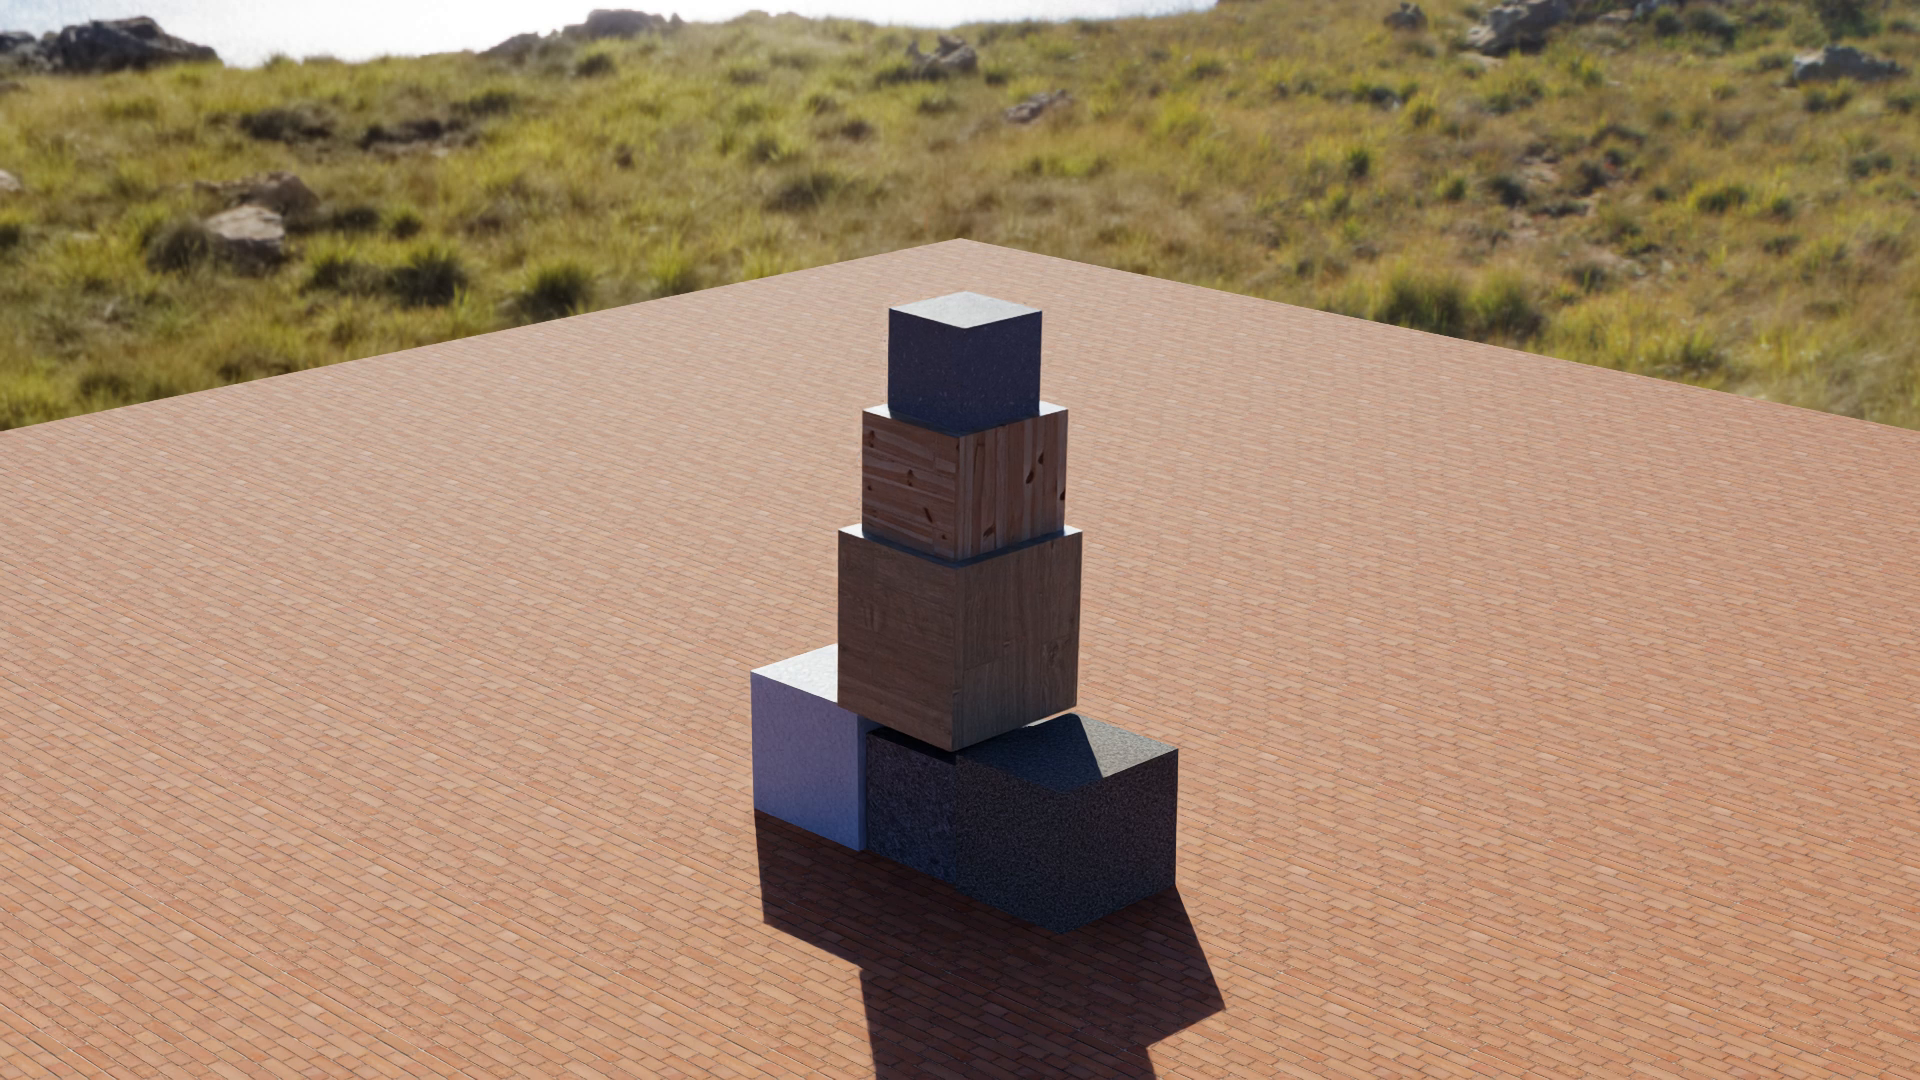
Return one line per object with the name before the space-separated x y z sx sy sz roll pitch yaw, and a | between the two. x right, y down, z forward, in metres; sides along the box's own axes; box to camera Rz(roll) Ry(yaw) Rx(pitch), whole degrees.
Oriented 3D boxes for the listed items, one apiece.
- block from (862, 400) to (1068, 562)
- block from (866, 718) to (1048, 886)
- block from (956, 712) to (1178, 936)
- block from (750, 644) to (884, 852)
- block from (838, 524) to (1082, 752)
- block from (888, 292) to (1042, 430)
block | 0.020 -0.317 13.216 0.712 0.567 0.592 -17 26 -42
block | 0.041 1.159 13.680 0.723 0.585 0.623 -17 24 -42
block | 0.481 1.263 13.213 0.760 0.667 0.653 -17 24 -42
block | -0.446 0.953 14.134 0.825 0.706 0.746 -17 24 -42
block | -0.004 0.362 13.433 0.821 0.859 0.748 -17 26 -42
block | 0.020 -0.803 13.046 0.487 0.461 0.475 -17 26 -42
